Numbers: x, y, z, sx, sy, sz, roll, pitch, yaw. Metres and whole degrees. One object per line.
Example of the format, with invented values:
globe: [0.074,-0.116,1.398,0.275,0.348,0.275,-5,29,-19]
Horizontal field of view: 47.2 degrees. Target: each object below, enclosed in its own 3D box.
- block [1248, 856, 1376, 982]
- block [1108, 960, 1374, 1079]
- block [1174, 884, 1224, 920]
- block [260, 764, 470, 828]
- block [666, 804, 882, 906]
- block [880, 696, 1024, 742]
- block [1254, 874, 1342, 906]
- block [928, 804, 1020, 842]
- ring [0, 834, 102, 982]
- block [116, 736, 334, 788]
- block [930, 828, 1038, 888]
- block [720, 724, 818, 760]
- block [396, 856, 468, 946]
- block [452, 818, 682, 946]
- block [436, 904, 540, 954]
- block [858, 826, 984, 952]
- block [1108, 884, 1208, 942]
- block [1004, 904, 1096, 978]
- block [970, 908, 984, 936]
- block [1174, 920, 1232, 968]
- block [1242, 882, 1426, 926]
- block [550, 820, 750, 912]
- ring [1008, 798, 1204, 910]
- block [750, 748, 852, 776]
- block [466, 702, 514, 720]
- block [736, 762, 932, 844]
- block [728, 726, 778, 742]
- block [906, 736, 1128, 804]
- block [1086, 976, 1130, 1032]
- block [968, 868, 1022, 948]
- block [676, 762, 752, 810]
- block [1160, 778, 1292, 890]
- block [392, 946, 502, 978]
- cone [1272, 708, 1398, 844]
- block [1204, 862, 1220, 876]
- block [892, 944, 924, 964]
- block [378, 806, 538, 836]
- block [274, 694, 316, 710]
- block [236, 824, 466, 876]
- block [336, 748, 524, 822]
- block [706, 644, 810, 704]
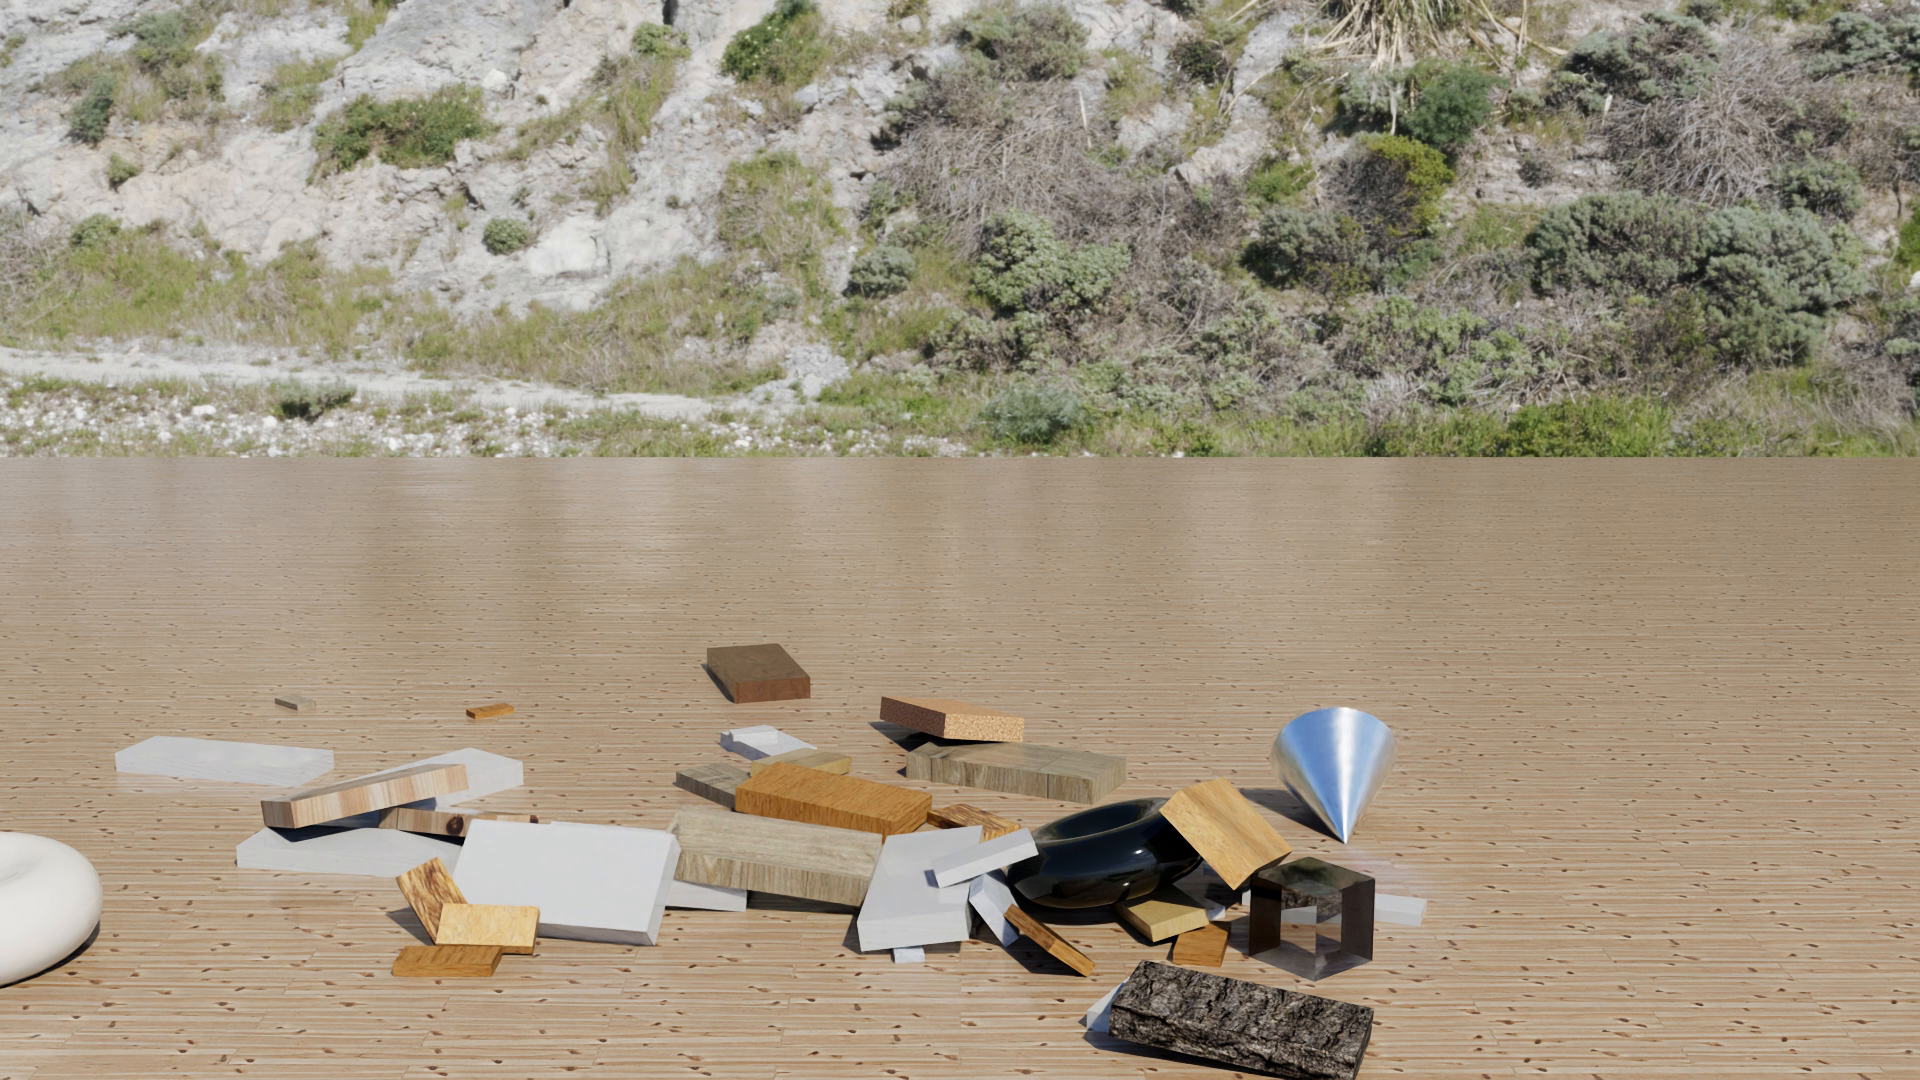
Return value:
block: [0.539,0.578,3.368,0.133,0.133,0.133,-9,14,-39]
block: [0.390,0.666,3.039,0.335,0.047,0.167,9,14,17]
block: [0.367,0.595,3.592,0.063,0.018,0.126,-7,13,-34]
block: [-1.063,0.456,3.934,0.322,0.046,0.161,-10,2,-36]
block: [-0.311,0.519,3.626,0.346,0.049,0.173,8,18,3]
block: [-0.020,0.368,4.534,0.172,0.049,0.345,5,0,-24]
block: [0.554,0.573,3.599,0.126,0.018,0.063,-3,11,-18]
block: [0.025,0.517,3.999,0.083,0.023,0.166,-8,13,-37]
ring: [-1.552,0.571,3.377,0.443,0.148,0.443,0,12,0]
block: [-1.463,0.439,4.376,0.406,0.038,0.134,3,11,15]
block: [0.039,0.509,3.529,0.166,0.023,0.083,-19,9,-3]
block: [-0.391,0.422,4.490,0.106,0.030,0.211,-7,13,-34]
block: [-0.823,0.571,3.463,0.074,0.021,0.148,-26,52,-23]
block: [-0.634,0.543,3.501,0.346,0.049,0.173,2,53,13]
block: [-0.731,0.602,3.406,0.148,0.021,0.074,2,46,-2]
block: [-0.057,0.563,3.596,0.167,0.047,0.450,-7,9,5]
block: [0.314,0.587,3.517,0.096,0.027,0.192,-15,12,-15]
block: [0.136,0.611,3.365,0.083,0.023,0.166,36,-5,-24]
block: [0.014,0.610,3.526,0.045,0.013,0.091,3,11,14]
block: [0.377,0.626,3.420,0.073,0.021,0.146,2,11,13]
block: [0.612,0.592,3.599,0.290,0.021,0.073,4,11,20]
block: [-0.520,0.541,3.651,0.346,0.049,0.173,5,18,-2]
ring: [0.243,0.513,3.609,0.343,0.114,0.343,-15,3,1]
block: [-0.308,0.442,4.295,0.106,0.030,0.211,9,6,25]
block: [-1.025,0.373,4.800,0.092,0.013,0.046,-8,13,-36]
block: [-0.232,0.482,4.041,0.322,0.046,0.161,9,15,22]
block: [-0.424,0.397,4.509,0.092,0.013,0.046,-3,11,-18]
block: [0.110,0.446,4.310,0.397,0.049,0.172,5,12,26]
block: [0.268,0.668,3.175,0.096,0.027,0.192,6,12,28]
block: [0.057,0.572,3.513,0.027,0.096,0.192,-36,7,8]
block: [-0.442,0.473,4.219,0.106,0.030,0.211,-9,14,-39]
block: [0.433,0.469,3.544,0.167,0.047,0.335,47,12,15]
block: [-0.778,0.640,3.341,0.148,0.021,0.074,0,11,0]
cone: [0.693,0.472,4.015,0.235,0.235,0.235,1,37,3]
block: [0.477,0.558,3.700,0.126,0.018,0.063,4,-1,16]
block: [-0.083,0.632,3.407,0.045,0.013,0.091,-1,10,-7]
block: [-0.887,0.497,3.885,0.269,0.038,0.135,-1,-6,38]
block: [-1.473,0.360,4.872,0.092,0.013,0.046,9,14,41]
block: [-0.910,0.545,3.805,0.664,0.038,0.135,2,11,10]
block: [-1.014,0.467,4.206,0.161,0.046,0.322,8,13,38]
block: [-0.467,0.305,5.068,0.172,0.049,0.345,-3,11,-16]
